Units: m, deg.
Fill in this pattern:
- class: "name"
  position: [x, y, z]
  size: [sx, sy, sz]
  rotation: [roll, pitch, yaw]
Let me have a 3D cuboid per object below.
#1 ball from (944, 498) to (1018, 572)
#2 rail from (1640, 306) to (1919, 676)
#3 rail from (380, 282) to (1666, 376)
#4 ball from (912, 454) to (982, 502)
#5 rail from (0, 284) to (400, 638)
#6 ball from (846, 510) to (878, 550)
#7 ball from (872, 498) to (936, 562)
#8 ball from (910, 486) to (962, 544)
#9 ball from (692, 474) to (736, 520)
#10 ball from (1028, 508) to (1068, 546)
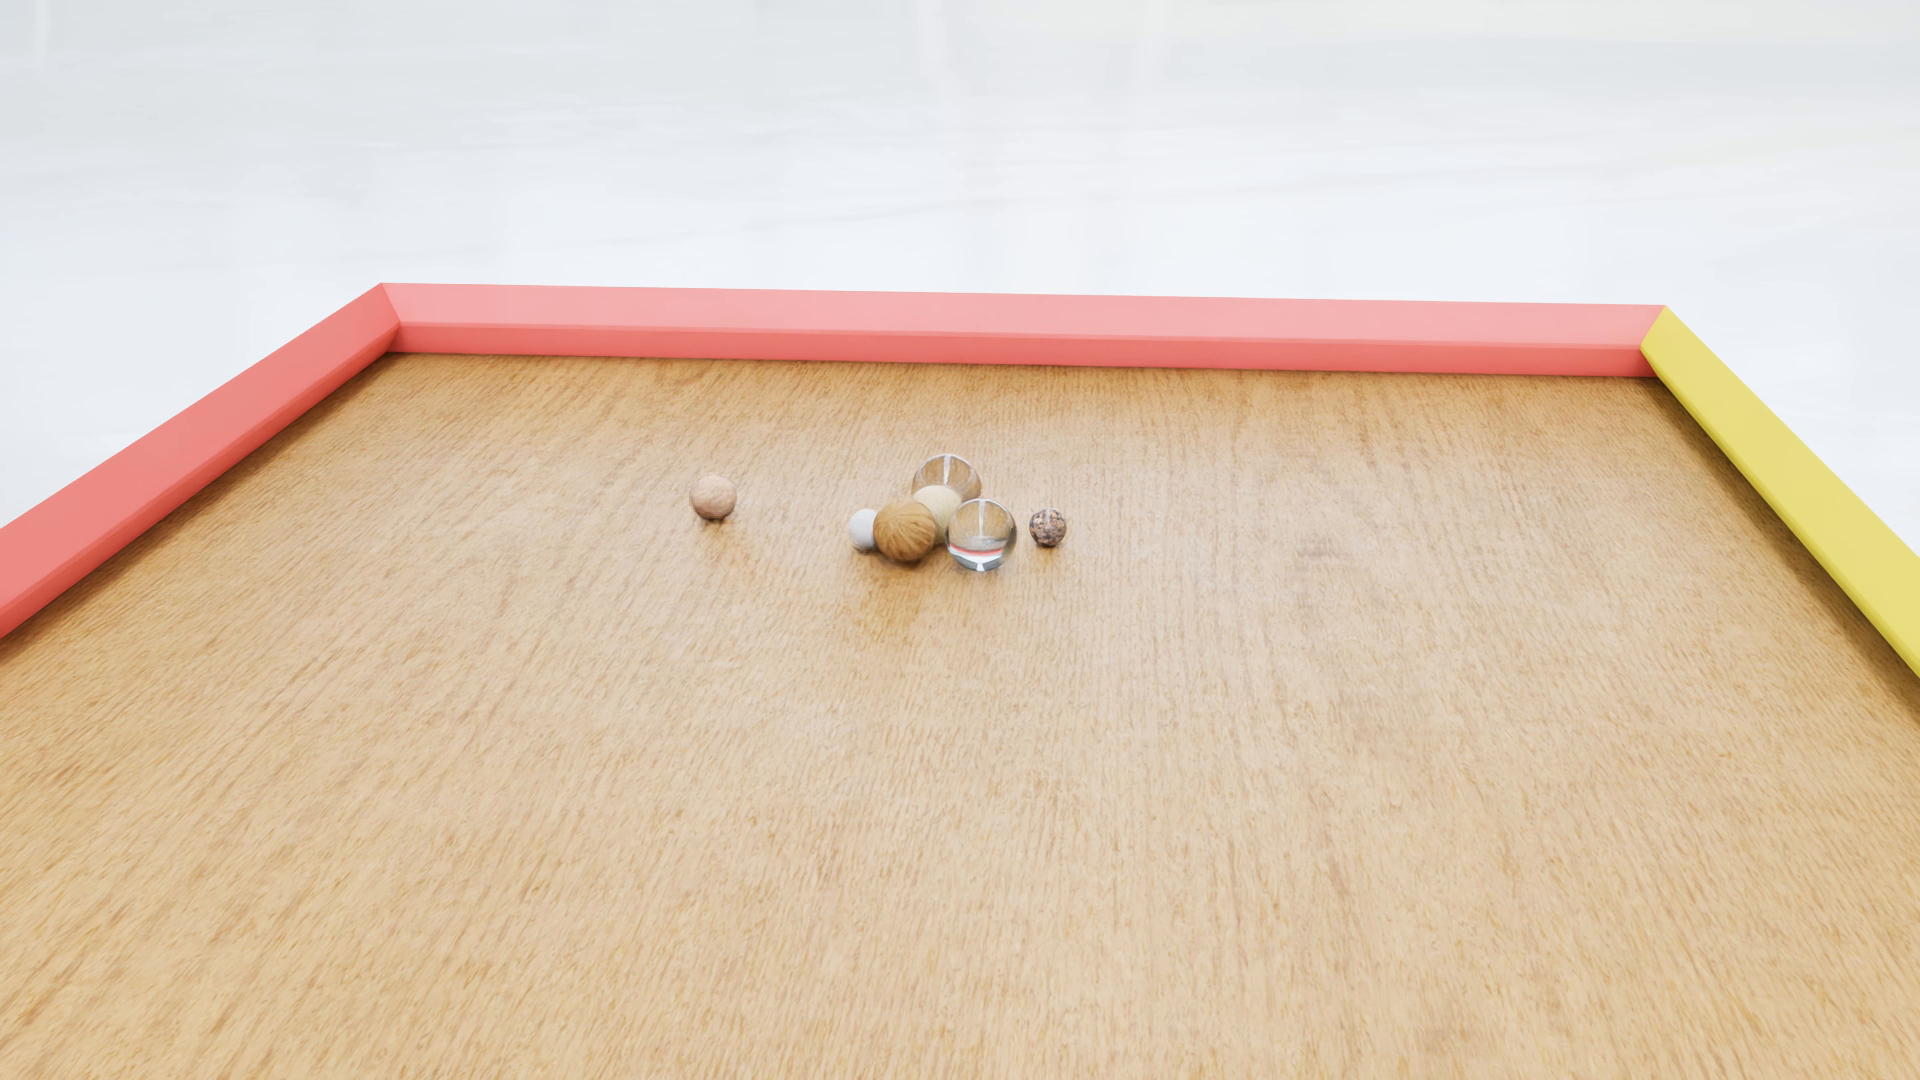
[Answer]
- class: "ball"
  position: [0.026, -0.006, 2.660]
  size: [0.089, 0.089, 0.089]
  rotation: [0, 19, 0]
- class: "rail"
  position: [0.944, 0.329, 1.634]
  size: [0.045, 0.117, 4.018]
  rotation: [1, 19, 4]
- class: "rail"
  position: [0.078, -0.339, 3.584]
  size: [2.102, 0.117, 0.045]
  rotation: [1, 19, 4]
- class: "ball"
  position: [-0.017, -0.065, 2.827]
  size: [0.090, 0.090, 0.090]
  rotation: [0, 19, 0]
- class: "rail"
  position: [-1.104, 0.276, 1.789]
  size: [0.045, 0.117, 4.018]
  rotation: [1, 19, 4]
- class: "ball"
  position: [-0.116, -0.012, 2.734]
  size: [0.051, 0.051, 0.051]
  rotation: [0, 19, 0]
- class: "ball"
  position: [-0.068, -0.011, 2.689]
  size: [0.079, 0.079, 0.079]
  rotation: [0, 19, 0]
- class: "ball"
  position: [-0.031, -0.031, 2.753]
  size: [0.075, 0.075, 0.075]
  rotation: [0, 19, 0]
- class: "ball"
  position: [-0.319, -0.055, 2.848]
  size: [0.059, 0.059, 0.059]
  rotation: [0, 19, 0]
- class: "ball"
  position: [0.110, -0.017, 2.752]
  size: [0.048, 0.048, 0.048]
  rotation: [0, 19, 0]
